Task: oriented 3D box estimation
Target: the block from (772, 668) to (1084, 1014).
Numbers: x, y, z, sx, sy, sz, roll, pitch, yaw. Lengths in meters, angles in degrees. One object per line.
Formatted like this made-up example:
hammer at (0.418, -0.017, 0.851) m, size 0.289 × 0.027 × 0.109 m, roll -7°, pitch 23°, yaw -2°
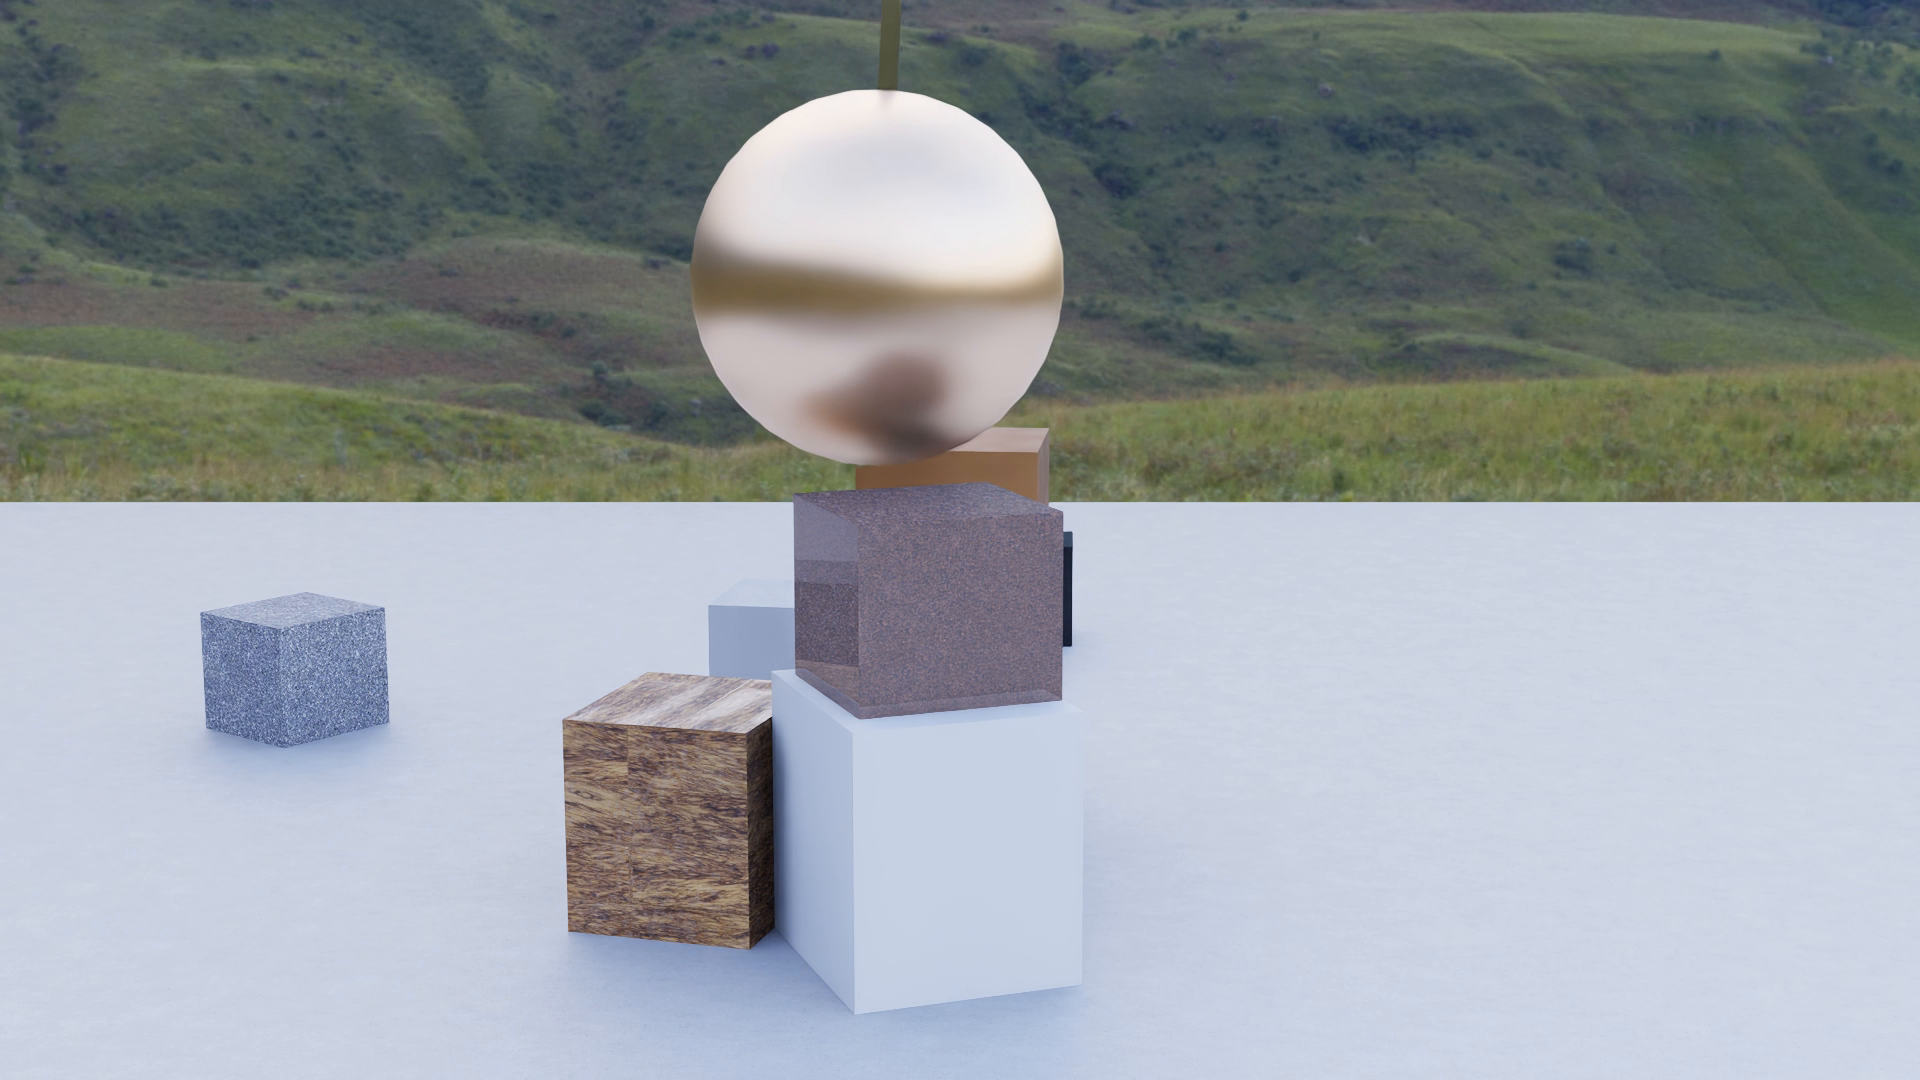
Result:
block at (-0.148, 1.136, 10.256) m, size 0.932 × 1.096 × 1.074 m, roll -4°, pitch 11°, yaw -20°

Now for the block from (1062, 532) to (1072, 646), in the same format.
block at (0.390, 0.301, 16.151) m, size 0.634 × 0.630 × 0.545 m, roll 0°, pitch 10°, yaw 2°

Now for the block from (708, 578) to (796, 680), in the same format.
block at (-0.972, 0.611, 14.425) m, size 0.701 × 0.636 × 0.765 m, roll 2°, pitch 10°, yaw 9°

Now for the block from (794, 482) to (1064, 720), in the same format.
block at (-0.135, 0.219, 10.147) m, size 0.837 × 0.746 × 0.795 m, roll -4°, pitch 11°, yaw -21°

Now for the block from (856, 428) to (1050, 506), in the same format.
block at (-0.023, -0.033, 12.349) m, size 0.847 × 0.920 × 0.828 m, roll 1°, pitch 10°, yaw 6°

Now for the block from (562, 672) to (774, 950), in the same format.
block at (-1.115, 1.122, 10.863) m, size 0.803 × 0.905 × 0.885 m, roll 3°, pitch 11°, yaw 16°

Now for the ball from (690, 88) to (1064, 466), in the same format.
ball at (-0.354, -1.117, 10.977) m, size 1.600 × 1.600 × 1.600 m, roll 0°, pitch 10°, yaw 0°

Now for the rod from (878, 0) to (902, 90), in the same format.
rod at (-0.153, -4.457, 10.370) m, size 0.080 × 5.200 × 0.080 m, roll 3°, pitch 10°, yaw -1°

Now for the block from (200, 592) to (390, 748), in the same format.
block at (-3.612, 0.694, 13.946) m, size 0.681 × 0.644 × 0.700 m, roll 8°, pitch 13°, yaw 38°
